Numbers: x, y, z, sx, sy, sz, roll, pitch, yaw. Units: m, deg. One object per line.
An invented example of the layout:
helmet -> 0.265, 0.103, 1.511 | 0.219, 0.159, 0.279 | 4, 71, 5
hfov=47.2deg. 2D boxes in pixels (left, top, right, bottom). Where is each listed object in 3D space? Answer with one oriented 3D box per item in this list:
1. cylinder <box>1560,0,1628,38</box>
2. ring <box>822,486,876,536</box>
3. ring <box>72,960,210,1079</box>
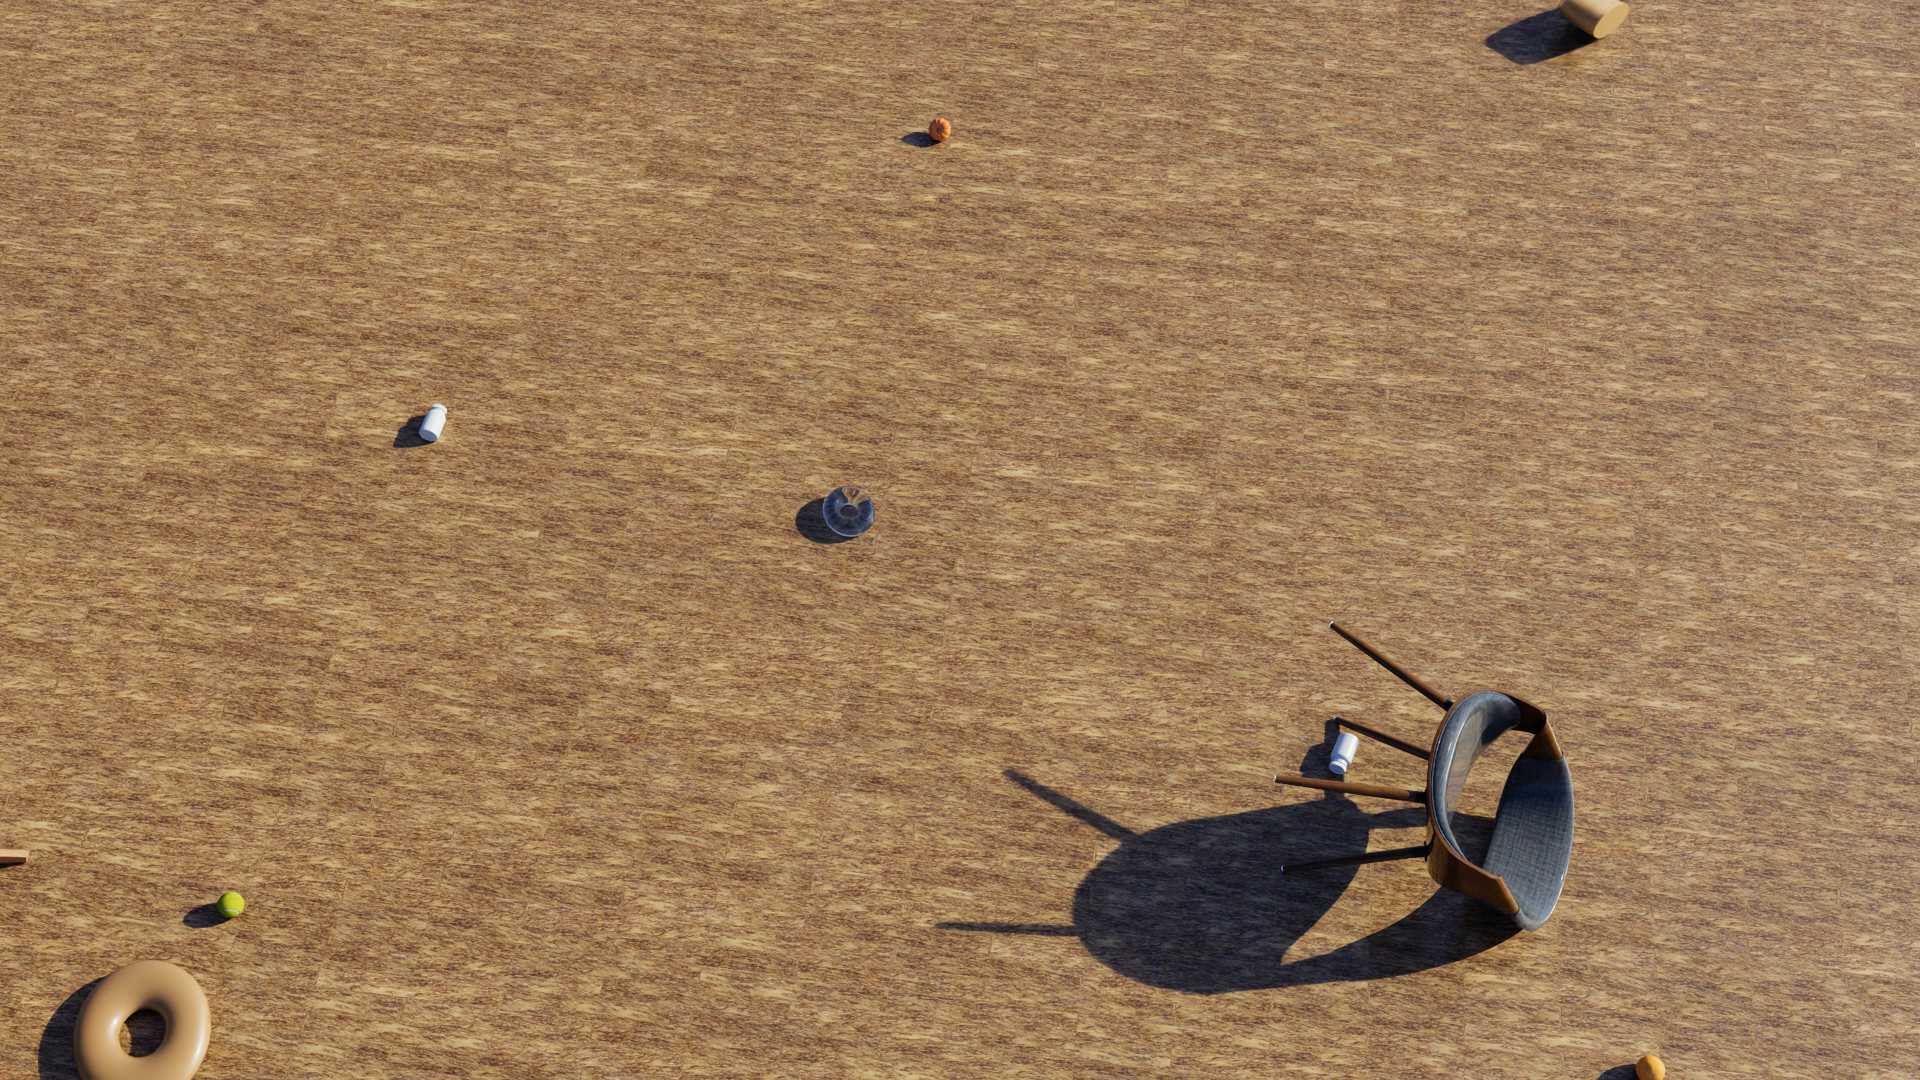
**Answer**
cylinder -> 2.228, -1.858, 7.727 | 0.144, 0.128, 0.252 | 39, 40, 23
ring -> -0.333, -0.086, 6.598 | 0.156, 0.057, 0.176 | -19, 59, -14
ring -> -2.111, 1.273, 5.676 | 0.349, 0.075, 0.407 | -14, 57, -10
